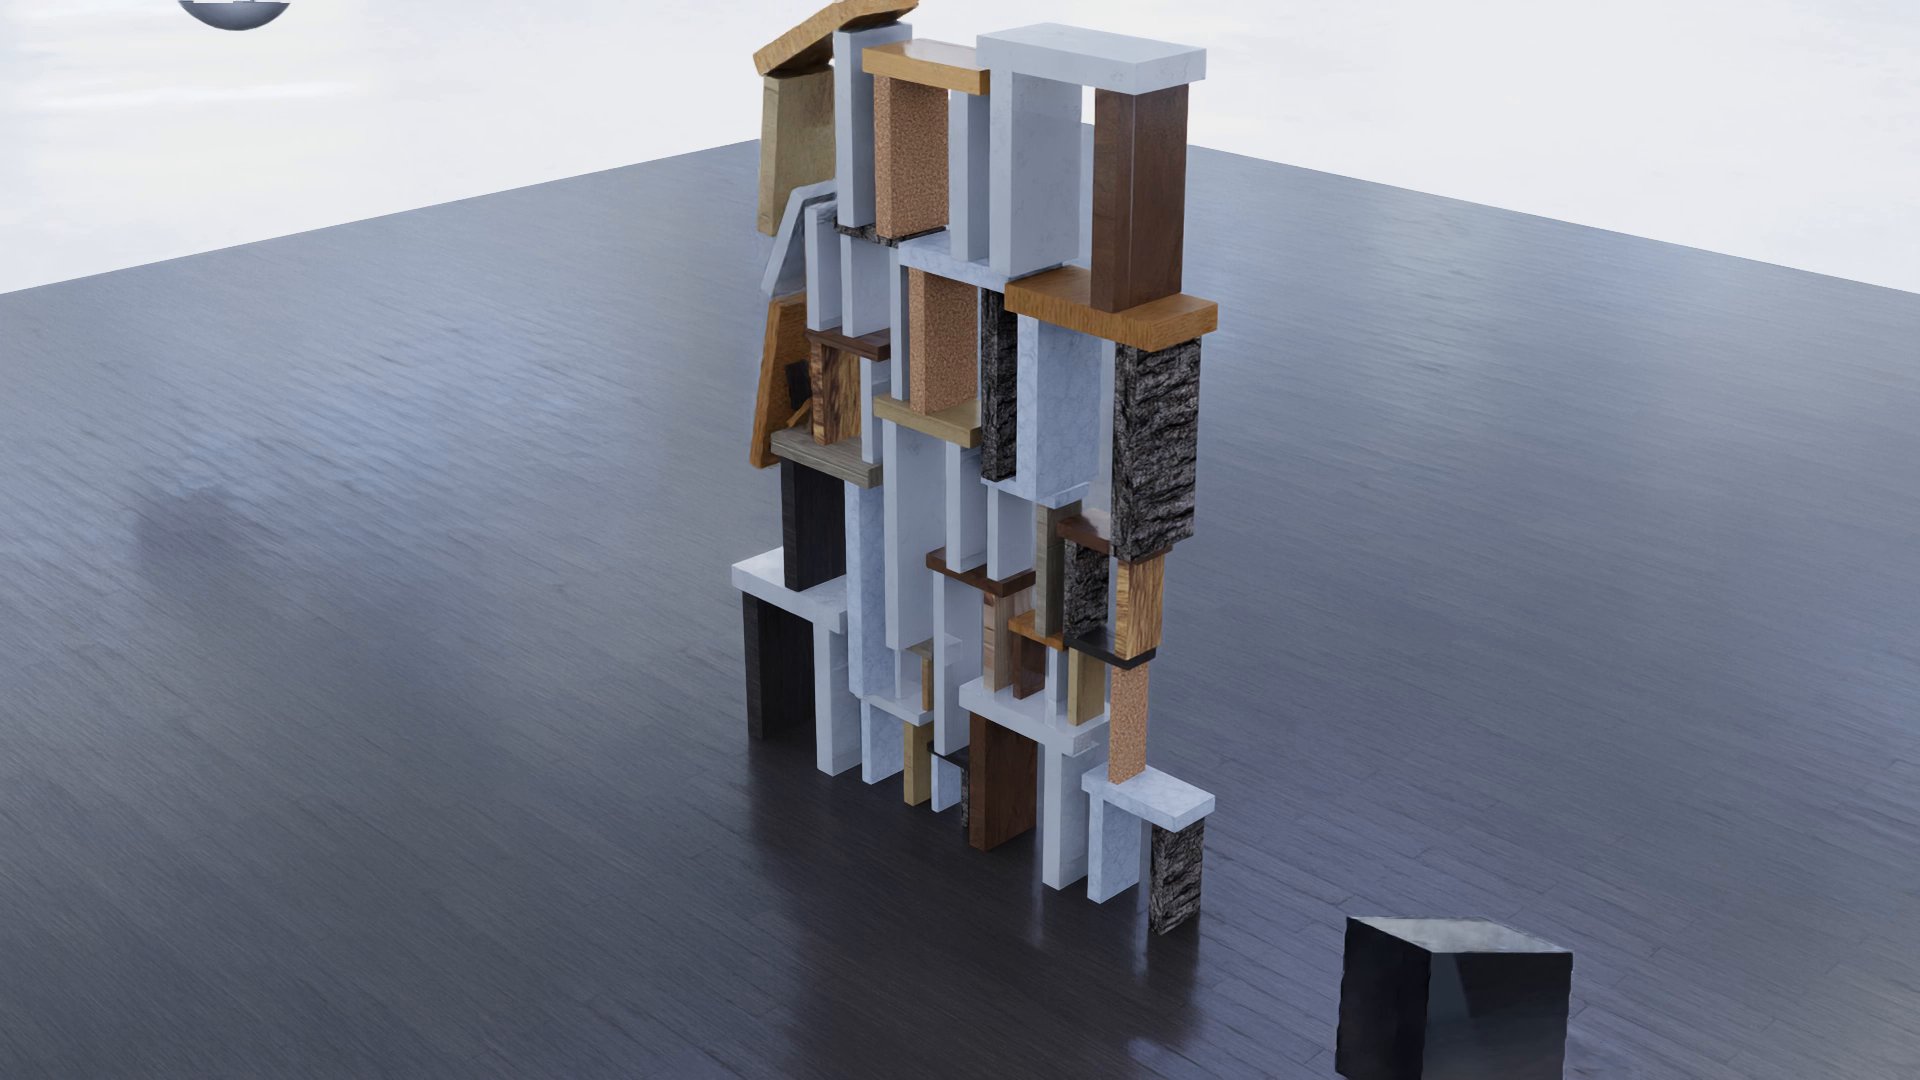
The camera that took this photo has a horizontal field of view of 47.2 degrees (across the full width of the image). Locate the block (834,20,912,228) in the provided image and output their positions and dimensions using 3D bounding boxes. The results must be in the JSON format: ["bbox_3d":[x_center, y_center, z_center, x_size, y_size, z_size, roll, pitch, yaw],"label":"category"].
[{"bbox_3d":[-0.158,-0.770,4.073,0.156,0.357,0.044,-21,31,-40],"label":"block"}]

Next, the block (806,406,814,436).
[{"bbox_3d":[-0.278,-0.260,4.411,0.048,0.095,0.014,-22,46,-41],"label":"block"}]

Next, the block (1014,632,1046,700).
[{"bbox_3d":[0.132,0.228,4.178,0.069,0.138,0.020,-21,31,-41],"label":"block"}]

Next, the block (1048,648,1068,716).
[{"bbox_3d":[0.197,0.254,4.118,0.069,0.138,0.020,-21,31,-41],"label":"block"}]

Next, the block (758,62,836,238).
[{"bbox_3d":[-0.311,-0.753,4.247,0.156,0.311,0.044,-21,38,-40],"label":"block"}]

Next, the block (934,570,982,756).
[{"bbox_3d":[-0.005,0.230,4.334,0.102,0.395,0.029,-21,31,-41],"label":"block"}]

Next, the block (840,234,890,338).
[{"bbox_3d":[-0.180,-0.497,4.215,0.100,0.201,0.028,-21,31,-40],"label":"block"}]

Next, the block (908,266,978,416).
[{"bbox_3d":[-0.030,-0.384,4.089,0.039,0.278,0.139,21,31,40],"label":"block"}]

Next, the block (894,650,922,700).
[{"bbox_3d":[-0.104,0.258,4.449,0.059,0.118,0.017,-21,31,-40],"label":"block"}]

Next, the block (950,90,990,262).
[{"bbox_3d":[0.050,-0.653,3.885,0.147,0.299,0.042,-21,31,-41],"label":"block"}]

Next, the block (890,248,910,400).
[{"bbox_3d":[-0.085,-0.416,4.145,0.028,0.294,0.100,21,31,40],"label":"block"}]

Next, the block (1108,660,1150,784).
[{"bbox_3d":[0.309,0.327,4.028,0.078,0.239,0.022,-21,31,-41],"label":"block"}]

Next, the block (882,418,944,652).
[{"bbox_3d":[-0.089,-0.023,4.304,0.037,0.480,0.129,21,31,40],"label":"block"}]

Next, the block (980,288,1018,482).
[{"bbox_3d":[0.101,-0.294,3.984,0.139,0.360,0.039,-21,31,-41],"label":"block"}]

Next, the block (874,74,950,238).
[{"bbox_3d":[-0.087,-0.710,4.011,0.042,0.294,0.147,21,31,40],"label":"block"}]

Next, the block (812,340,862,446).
[{"bbox_3d":[-0.243,-0.303,4.365,0.106,0.212,0.030,-21,31,-40],"label":"block"}]

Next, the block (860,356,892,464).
[{"bbox_3d":[-0.143,-0.264,4.272,0.106,0.212,0.030,-21,31,-40],"label":"block"}]

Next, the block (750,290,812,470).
[{"bbox_3d":[-0.351,-0.325,4.461,0.120,0.374,0.034,-22,44,-41],"label":"block"}]

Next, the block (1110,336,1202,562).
[{"bbox_3d":[0.336,-0.169,3.781,0.169,0.387,0.048,-21,31,-40],"label":"block"}]

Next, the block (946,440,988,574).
[{"bbox_3d":[0.033,-0.078,4.149,0.129,0.258,0.037,-21,31,-41],"label":"block"}]

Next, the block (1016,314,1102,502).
[{"bbox_3d":[0.177,-0.254,3.918,0.048,0.338,0.169,21,31,41],"label":"block"}]

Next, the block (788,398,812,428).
[{"bbox_3d":[-0.306,-0.262,4.442,0.048,0.014,0.095,-22,-13,-41],"label":"block"}]

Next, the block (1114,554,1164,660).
[{"bbox_3d":[0.321,0.111,3.930,0.095,0.191,0.027,-21,31,-40],"label":"block"}]

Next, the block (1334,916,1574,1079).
[{"bbox_3d":[0.446,0.429,1.996,0.145,0.145,0.145,4,2,-20],"label":"block"}]

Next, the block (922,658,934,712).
[{"bbox_3d":[-0.049,0.280,4.398,0.059,0.118,0.017,-21,31,-41],"label":"block"}]

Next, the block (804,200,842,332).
[{"bbox_3d":[-0.241,-0.534,4.253,0.120,0.240,0.034,-21,31,-40],"label":"block"}]

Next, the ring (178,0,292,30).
[{"bbox_3d":[-1.962,-1.550,5.936,0.357,0.357,0.119,-9,33,-21],"label":"ring"}]

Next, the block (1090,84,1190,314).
[{"bbox_3d":[0.298,-0.576,3.650,0.177,0.368,0.050,-21,31,-40],"label":"block"}]

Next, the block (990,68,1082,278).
[{"bbox_3d":[0.131,-0.648,3.801,0.050,0.354,0.177,21,31,41],"label":"block"}]

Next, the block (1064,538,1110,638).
[{"bbox_3d":[0.231,0.075,4.013,0.027,0.191,0.095,20,30,39],"label":"block"}]

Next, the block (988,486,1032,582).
[{"bbox_3d":[0.094,-0.025,4.115,0.026,0.186,0.093,21,31,41],"label":"block"}]

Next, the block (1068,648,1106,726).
[{"bbox_3d":[0.235,0.260,4.079,0.078,0.157,0.022,-21,31,-41],"label":"block"}]

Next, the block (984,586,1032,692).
[{"bbox_3d":[0.091,0.179,4.208,0.029,0.204,0.102,21,31,41],"label":"block"}]

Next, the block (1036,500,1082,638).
[{"bbox_3d":[0.181,0.045,4.049,0.093,0.262,0.026,-21,31,-40],"label":"block"}]
